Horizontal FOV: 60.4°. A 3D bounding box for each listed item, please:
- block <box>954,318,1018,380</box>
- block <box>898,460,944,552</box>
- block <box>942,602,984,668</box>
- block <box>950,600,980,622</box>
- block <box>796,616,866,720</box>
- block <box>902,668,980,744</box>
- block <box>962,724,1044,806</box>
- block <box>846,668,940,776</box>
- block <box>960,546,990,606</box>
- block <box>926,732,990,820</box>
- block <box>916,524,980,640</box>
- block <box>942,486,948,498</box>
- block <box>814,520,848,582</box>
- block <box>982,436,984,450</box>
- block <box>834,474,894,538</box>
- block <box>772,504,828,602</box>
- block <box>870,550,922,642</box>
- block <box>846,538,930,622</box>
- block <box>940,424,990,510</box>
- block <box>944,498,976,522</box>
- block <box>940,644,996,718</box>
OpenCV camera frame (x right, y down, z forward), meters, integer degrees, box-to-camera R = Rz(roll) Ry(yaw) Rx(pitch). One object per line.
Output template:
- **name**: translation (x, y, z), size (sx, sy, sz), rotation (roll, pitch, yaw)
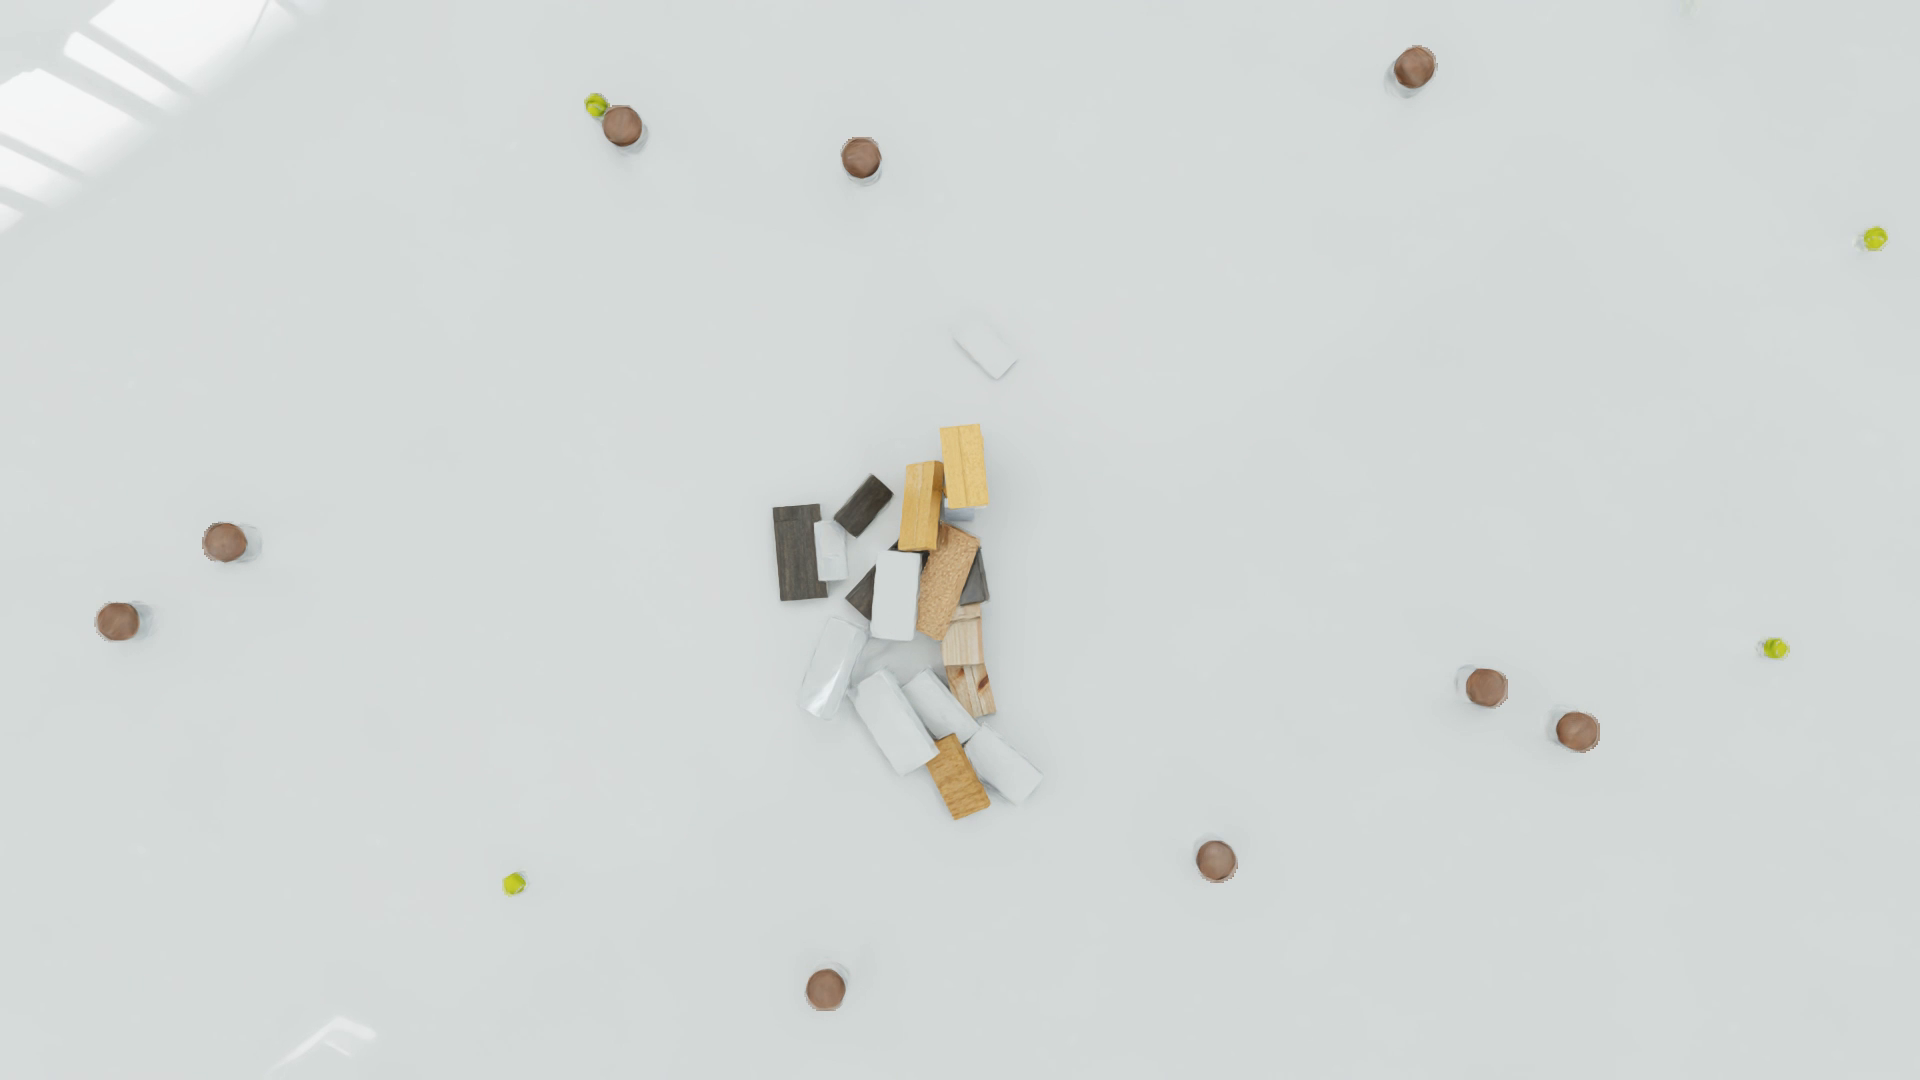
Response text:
- **block**: translation (0.087, -0.635, 5.486), size (0.196, 0.028, 0.098), rotation (45, 90, 0)
- **block**: translation (-0.128, -0.110, 5.406), size (0.041, 0.144, 0.288), rotation (15, 76, -40)
- **block**: translation (0.006, 0.284, 5.451), size (0.132, 0.037, 0.264), rotation (-3, 77, 1)
- **block**: translation (0.006, 0.165, 5.445), size (0.099, 0.028, 0.197), rotation (-8, 77, -1)
- **block**: translation (-0.426, 0.421, 5.427), size (0.044, 0.156, 0.312), rotation (22, 90, -41)
- **block**: translation (-0.069, 0.562, 5.453), size (0.132, 0.037, 0.264), rotation (-41, 90, 27)
- **block**: translation (0.135, 0.746, 5.478), size (0.265, 0.037, 0.132), rotation (41, 93, 0)
- **block**: translation (-0.221, 0.602, 5.445), size (0.156, 0.044, 0.333), rotation (-33, 90, 27)
- **block**: translation (0.033, 0.111, 5.428), size (0.099, 0.028, 0.197), rotation (-10, 77, 0)
- **block**: translation (-0.018, 0.782, 5.451), size (0.132, 0.037, 0.265), rotation (-26, 91, 27)
- **block**: translation (-0.058, 0.137, 5.415), size (0.144, 0.041, 0.358), rotation (26, 101, 34)
- **block**: translation (0.007, -0.178, 5.371), size (0.129, 0.258, 0.037), rotation (-26, 90, 0)
- **block**: translation (-0.427, 0.035, 5.458), size (0.098, 0.028, 0.196), rotation (-5, 90, -40)
- **block**: translation (0.012, -0.310, 5.371), size (0.129, 0.258, 0.037), rotation (-3, 91, 0)
- **block**: translation (-0.320, -0.113, 5.464), size (0.098, 0.028, 0.196), rotation (42, 85, -18)
- **block**: translation (-0.530, 0.041, 5.478), size (0.156, 0.044, 0.312), rotation (-5, 90, 0)
- **block**: translation (-0.209, 0.182, 5.430), size (0.144, 0.041, 0.288), rotation (5, 90, 10)
- **block**: translation (-0.219, 0.111, 5.481), size (0.132, 0.037, 0.341), rotation (42, 90, 0)
- **block**: translation (0.014, -0.233, 5.223), size (0.129, 0.037, 0.258), rotation (-7, 90, 0)
- **block**: translation (-0.001, -0.098, 5.401), size (0.099, 0.197, 0.028), rotation (0, 77, 0)
- **block**: translation (0.027, 0.457, 5.481), size (0.132, 0.037, 0.264), rotation (-14, 90, 0)
